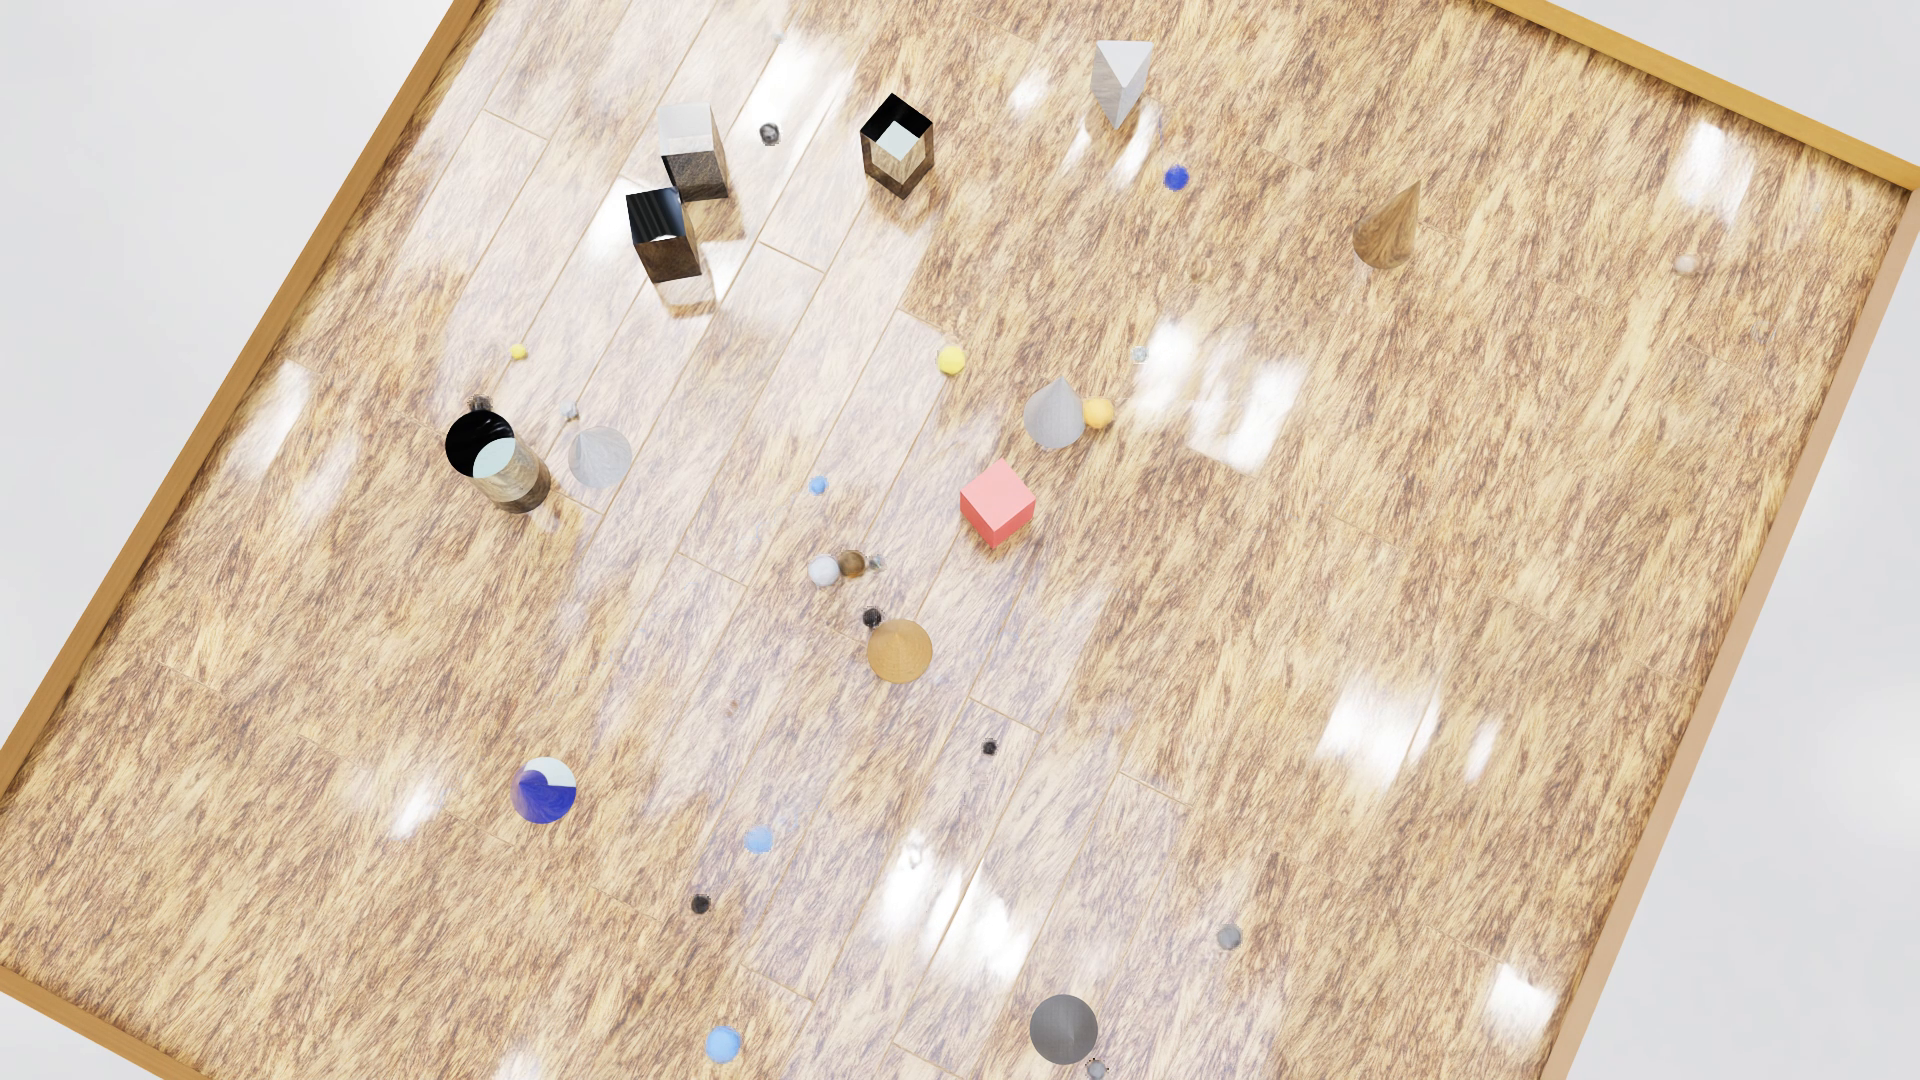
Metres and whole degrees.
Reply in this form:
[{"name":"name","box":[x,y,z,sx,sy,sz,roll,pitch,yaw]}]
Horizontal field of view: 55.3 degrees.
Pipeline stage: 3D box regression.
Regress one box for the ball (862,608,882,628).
[{"name":"ball","box":[-0.264,0.236,5.537,0.061,0.061,0.061,0,78,0]}]

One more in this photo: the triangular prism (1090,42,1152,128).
[{"name":"triangular prism","box":[0.484,-1.459,5.762,0.149,0.306,0.172,31,80,6]}]

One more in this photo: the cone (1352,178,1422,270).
[{"name":"cone","box":[1.344,-1.003,5.571,0.199,0.496,0.199,0,78,0]}]

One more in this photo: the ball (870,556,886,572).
[{"name":"ball","box":[-0.252,0.072,5.578,0.047,0.047,0.047,0,78,0]}]

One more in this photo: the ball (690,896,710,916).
[{"name":"ball","box":[-0.762,1.070,5.367,0.056,0.056,0.056,0,78,0]}]

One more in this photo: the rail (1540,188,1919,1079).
[{"name":"rail","box":[1.971,0.972,5.348,0.045,0.129,4.804,26,80,5]}]

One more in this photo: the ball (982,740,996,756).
[{"name":"ball","box":[0.088,0.621,5.467,0.042,0.042,0.042,0,78,0]}]

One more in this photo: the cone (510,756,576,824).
[{"name":"cone","box":[-1.242,0.715,5.310,0.199,0.311,0.199,0,78,0]}]

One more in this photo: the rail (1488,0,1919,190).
[{"name":"rail","box":[1.064,-2.076,5.979,4.455,0.129,0.045,26,80,5]}]

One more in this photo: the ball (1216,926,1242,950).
[{"name":"ball","box":[0.784,1.159,5.341,0.071,0.071,0.071,0,78,0]}]

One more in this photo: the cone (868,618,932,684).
[{"name":"cone","box":[-0.182,0.298,5.362,0.199,0.377,0.199,0,78,0]}]

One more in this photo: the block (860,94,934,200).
[{"name":"block","box":[-0.194,-1.222,5.708,0.159,0.315,0.159,37,81,7]}]

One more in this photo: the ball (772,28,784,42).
[{"name":"ball","box":[-0.587,-1.636,5.934,0.041,0.041,0.041,0,78,0]}]

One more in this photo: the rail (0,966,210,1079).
[{"name":"rail","box":[-1.064,2.090,5.117,4.455,0.129,0.045,26,80,5]}]

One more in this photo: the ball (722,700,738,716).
[{"name":"ball","box":[-0.690,0.502,5.489,0.046,0.046,0.046,0,78,0]}]

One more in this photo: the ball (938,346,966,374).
[{"name":"ball","box":[-0.026,-0.559,5.689,0.086,0.086,0.086,0,78,0]}]

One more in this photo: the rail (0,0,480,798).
[{"name":"rail","box":[-1.971,-0.958,5.748,0.045,0.129,4.804,26,80,5]}]

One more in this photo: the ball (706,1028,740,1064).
[{"name":"ball","box":[-0.682,1.453,5.265,0.099,0.099,0.099,0,78,0]}]

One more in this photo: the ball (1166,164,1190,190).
[{"name":"ball","box":[0.689,-1.152,5.816,0.076,0.076,0.076,0,78,0]}]

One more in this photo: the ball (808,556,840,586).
[{"name":"ball","box":[-0.411,0.095,5.549,0.093,0.093,0.093,0,78,0]}]

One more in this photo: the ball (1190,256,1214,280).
[{"name":"ball","box":[0.759,-0.852,5.754,0.076,0.076,0.076,0,78,0]}]

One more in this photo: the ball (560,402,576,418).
[{"name":"ball","box":[-1.212,-0.402,5.674,0.051,0.051,0.051,0,78,0]}]

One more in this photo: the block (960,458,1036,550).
[{"name":"block","box":[0.112,-0.107,5.504,0.159,0.265,0.159,-38,81,-7]}]

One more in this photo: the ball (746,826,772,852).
[{"name":"ball","box":[-0.592,0.879,5.396,0.077,0.077,0.077,0,78,0]}]

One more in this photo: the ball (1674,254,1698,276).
[{"name":"ball","box":[2.283,-0.866,5.761,0.068,0.068,0.068,0,78,0]}]

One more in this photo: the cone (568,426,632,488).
[{"name":"cone","box":[-1.114,-0.288,5.519,0.199,0.307,0.199,0,78,0]}]

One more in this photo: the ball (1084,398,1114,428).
[{"name":"ball","box":[0.425,-0.390,5.617,0.094,0.094,0.094,0,78,0]}]

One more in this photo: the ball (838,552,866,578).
[{"name":"ball","box":[-0.328,0.075,5.560,0.081,0.081,0.081,0,78,0]}]

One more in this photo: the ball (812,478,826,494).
[{"name":"ball","box":[-0.433,-0.164,5.627,0.047,0.047,0.047,0,78,0]}]

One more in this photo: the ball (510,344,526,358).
[{"name":"ball","box":[-1.380,-0.590,5.715,0.047,0.047,0.047,0,78,0]}]

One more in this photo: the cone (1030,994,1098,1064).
[{"name":"cone","box":[0.301,1.373,5.089,0.199,0.476,0.199,0,78,0]}]

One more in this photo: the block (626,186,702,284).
[{"name":"block","box":[-0.908,-0.934,5.633,0.159,0.346,0.159,-11,79,-2]}]

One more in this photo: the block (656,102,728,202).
[{"name":"block","box":[-0.825,-1.197,5.676,0.159,0.369,0.159,-6,78,-1]}]

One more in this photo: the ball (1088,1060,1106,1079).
[{"name":"ball","box":[0.394,1.526,5.273,0.054,0.054,0.054,0,78,0]}]

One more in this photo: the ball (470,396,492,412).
[{"name":"ball","box":[-1.482,-0.411,5.666,0.069,0.069,0.069,0,78,0]}]

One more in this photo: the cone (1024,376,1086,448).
[{"name":"cone","box":[0.295,-0.428,5.476,0.199,0.448,0.199,0,78,0]}]

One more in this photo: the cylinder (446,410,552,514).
[{"name":"cylinder","box":[-1.361,-0.225,5.425,0.199,0.466,0.199,0,78,0]}]

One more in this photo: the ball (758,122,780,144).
[{"name":"ball","box":[-0.608,-1.300,5.852,0.067,0.067,0.067,0,78,0]}]

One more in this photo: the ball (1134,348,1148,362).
[{"name":"ball","box":[0.563,-0.574,5.713,0.044,0.044,0.044,0,78,0]}]
